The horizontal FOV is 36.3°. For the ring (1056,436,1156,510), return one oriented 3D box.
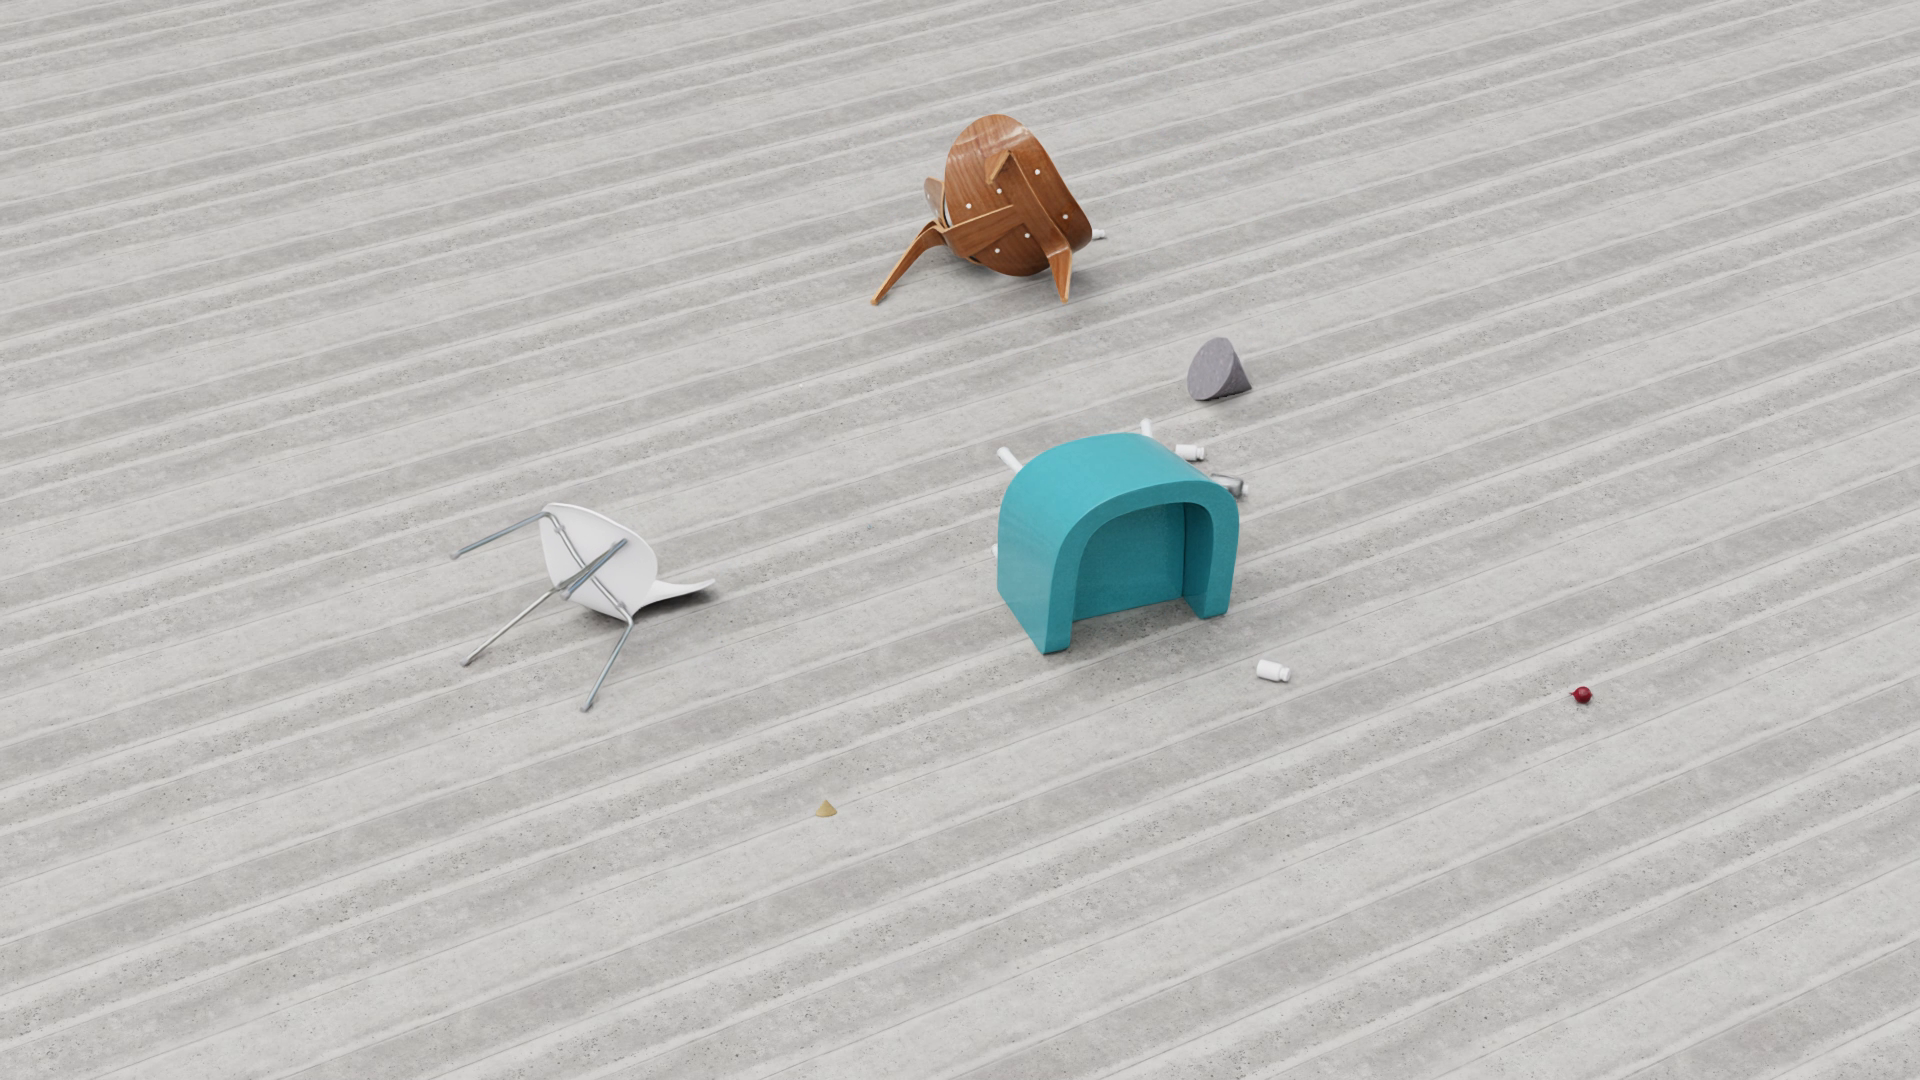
[{"bbox_3d":[0.560,-0.258,11.235,0.375,0.113,0.463,-11,36,-15],"label":"ring"}]

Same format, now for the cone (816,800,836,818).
[{"bbox_3d":[-0.438,0.868,9.573,0.074,0.060,0.042,-7,34,-11],"label":"cone"}]

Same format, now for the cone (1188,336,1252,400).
[{"bbox_3d":[1.095,-0.653,11.828,0.219,0.273,0.314,23,0,-27],"label":"cone"}]
